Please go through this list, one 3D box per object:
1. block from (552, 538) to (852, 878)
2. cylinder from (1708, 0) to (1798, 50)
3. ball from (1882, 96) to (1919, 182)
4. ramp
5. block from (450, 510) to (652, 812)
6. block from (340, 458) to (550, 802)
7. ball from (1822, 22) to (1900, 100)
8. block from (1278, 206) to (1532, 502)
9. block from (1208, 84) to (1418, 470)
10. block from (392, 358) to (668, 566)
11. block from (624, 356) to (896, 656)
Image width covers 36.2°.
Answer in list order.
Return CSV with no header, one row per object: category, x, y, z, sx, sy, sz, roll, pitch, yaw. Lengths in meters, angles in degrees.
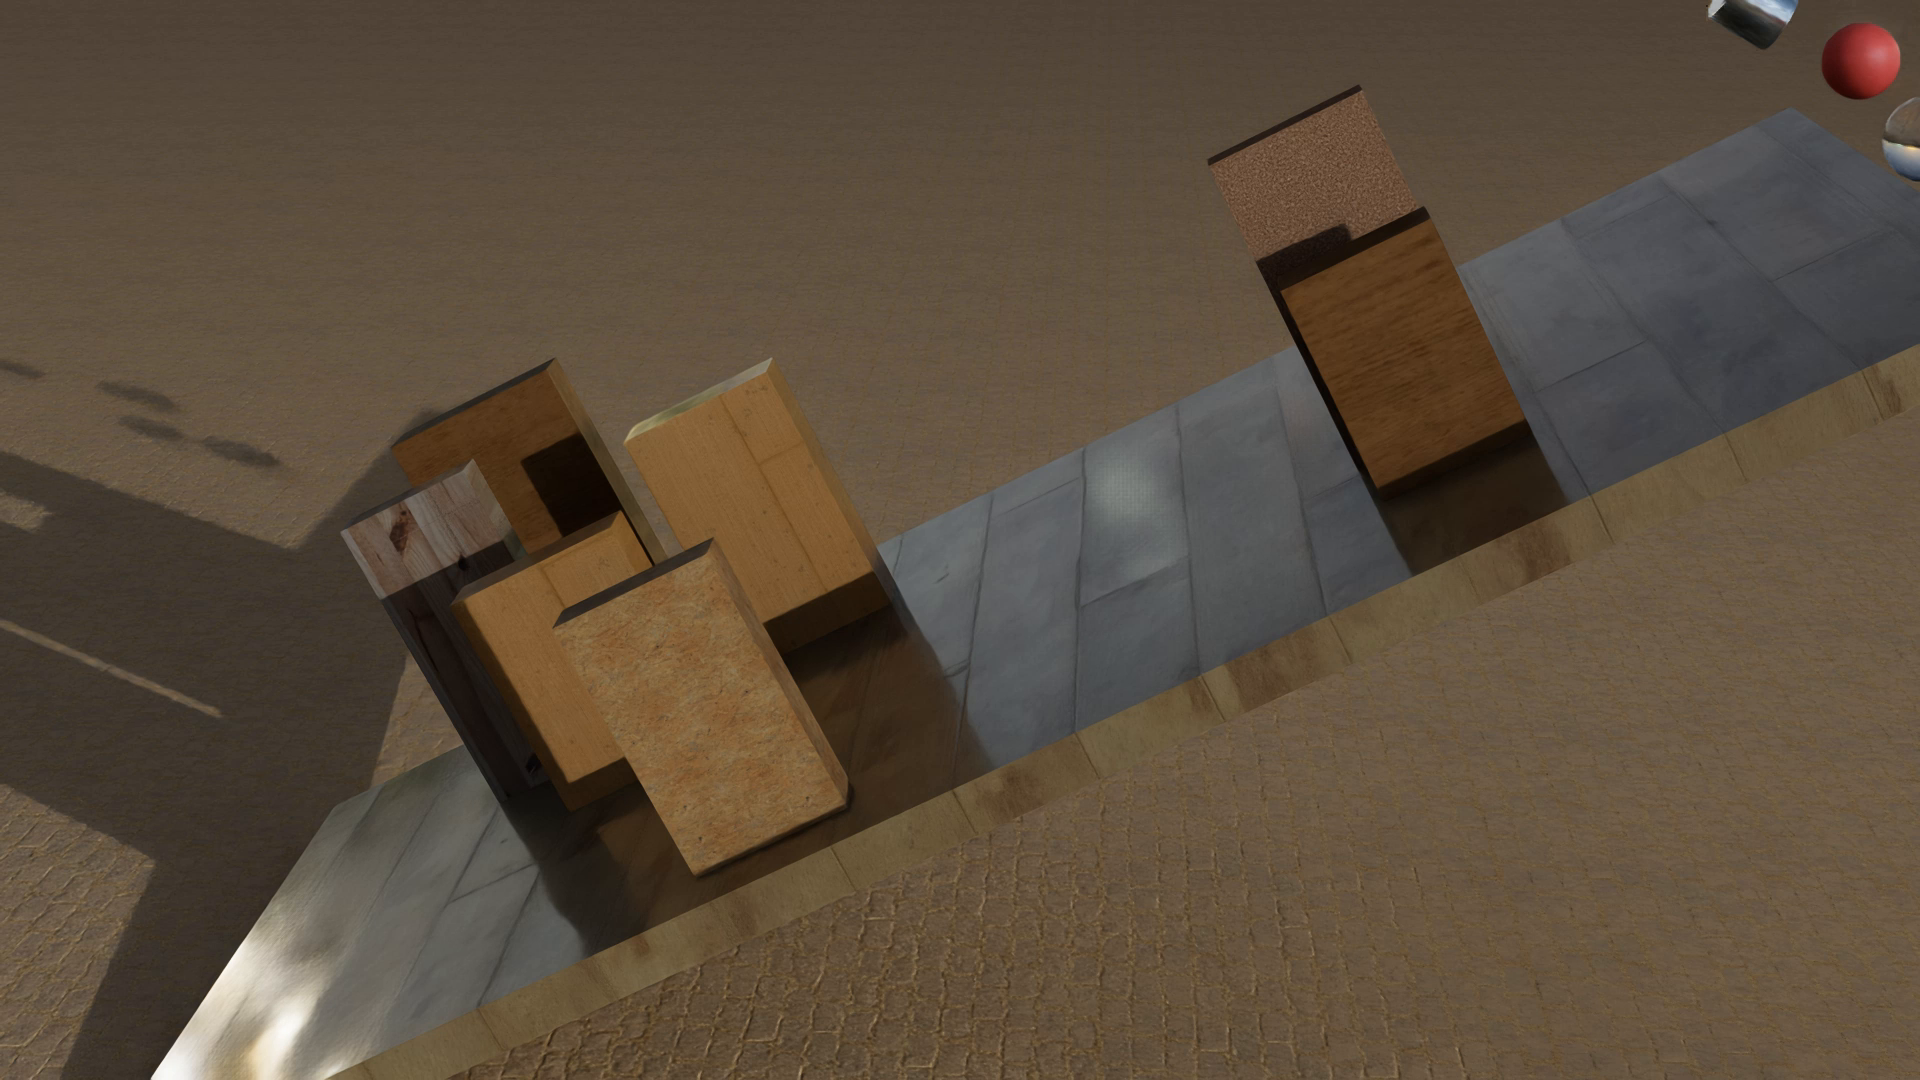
block,-0.480,0.318,5.539,0.327,0.557,0.111,-26,14,10
cylinder,1.609,-1.083,5.969,0.129,0.129,0.129,30,17,-5
ball,1.841,-0.763,5.599,0.165,0.165,0.165,0,17,0
ramp,0.139,0.168,6.281,4.000,0.100,2.000,-26,14,10
block,-0.794,0.265,6.400,0.398,0.529,0.136,-26,14,10
block,-1.085,0.211,6.735,0.323,0.729,0.109,-26,14,10
ball,1.709,-0.909,5.580,0.144,0.144,0.144,0,17,0
block,0.848,-0.354,5.620,0.310,0.460,0.129,-26,14,10
block,0.791,-0.516,5.835,0.330,0.689,0.082,-26,14,10
block,-0.982,0.011,7.125,0.429,0.794,0.130,-26,14,10
block,-0.455,-0.059,6.757,0.368,0.608,0.149,-26,14,10
